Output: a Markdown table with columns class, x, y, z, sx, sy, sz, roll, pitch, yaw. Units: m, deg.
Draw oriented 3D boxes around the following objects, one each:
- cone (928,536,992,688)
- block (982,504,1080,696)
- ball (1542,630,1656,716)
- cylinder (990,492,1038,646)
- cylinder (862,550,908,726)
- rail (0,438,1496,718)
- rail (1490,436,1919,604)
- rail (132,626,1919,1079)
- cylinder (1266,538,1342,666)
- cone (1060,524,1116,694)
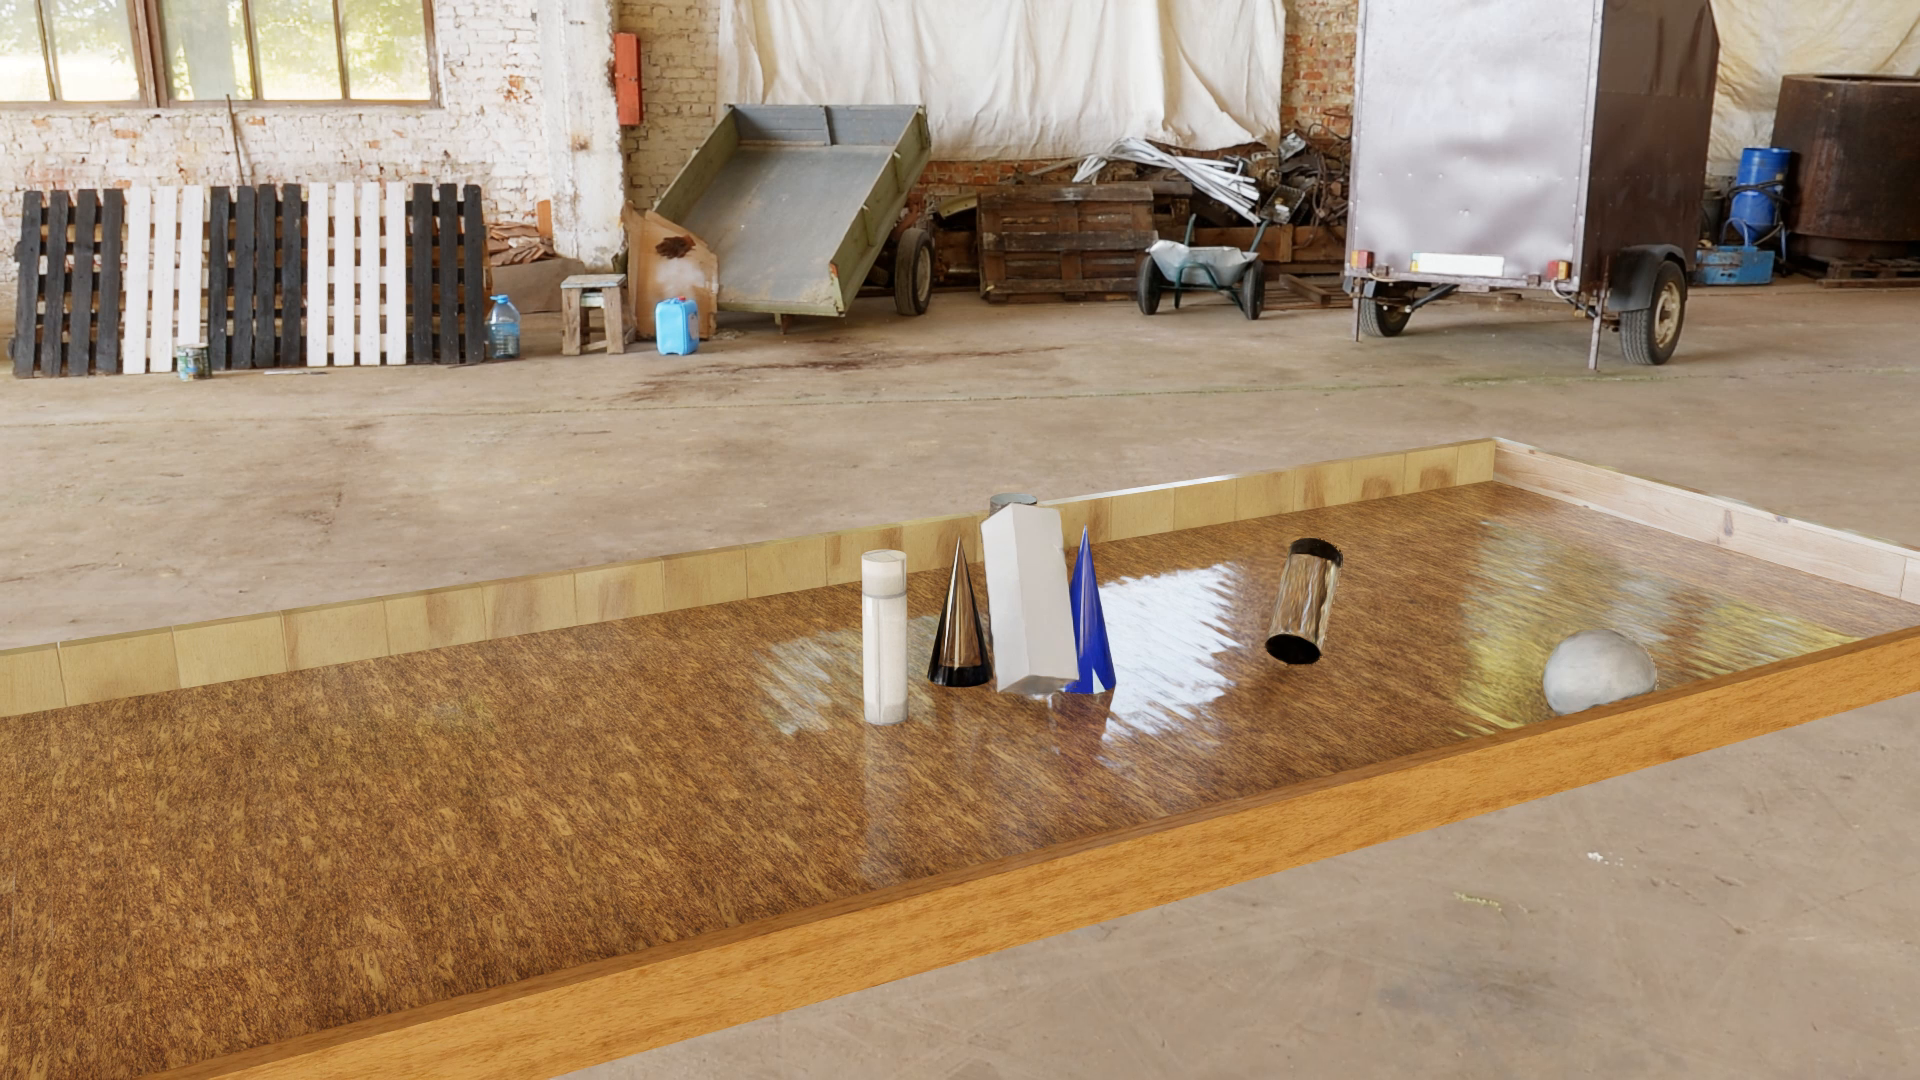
| class | x | y | z | sx | sy | sz | roll | pitch | yaw |
| --- | --- | --- | --- | --- | --- | --- | --- | --- | --- |
| cone | -0.001 | 0.164 | 4.133 | 0.167 | 0.375 | 0.167 | 0 | 16 | 0 |
| block | 0.169 | 0.146 | 4.040 | 0.142 | 0.439 | 0.142 | 8 | -25 | -30 |
| ball | 1.475 | 0.328 | 3.807 | 0.244 | 0.244 | 0.244 | 0 | 16 | 0 |
| cylinder | 0.140 | 0.082 | 4.377 | 0.124 | 0.395 | 0.124 | 0 | 16 | 0 |
| cylinder | -0.175 | 0.229 | 3.867 | 0.105 | 0.400 | 0.105 | 0 | 16 | 0 |
| rail | -3.305 | 0.497 | 3.399 | 12.000 | 0.150 | 0.050 | -9 | 18 | -27 |
| rail | 2.466 | -0.048 | 5.253 | 0.050 | 0.150 | 2.100 | -9 | 18 | -27 |
| rail | -2.336 | 1.006 | 1.665 | 12.000 | 0.150 | 0.050 | -9 | 18 | -27 |
| cylinder | 0.894 | 0.159 | 4.285 | 0.140 | 0.140 | 0.306 | 7 | 56 | 21 |
| cone | 0.307 | 0.156 | 4.090 | 0.174 | 0.414 | 0.174 | 0 | 16 | 0 |
